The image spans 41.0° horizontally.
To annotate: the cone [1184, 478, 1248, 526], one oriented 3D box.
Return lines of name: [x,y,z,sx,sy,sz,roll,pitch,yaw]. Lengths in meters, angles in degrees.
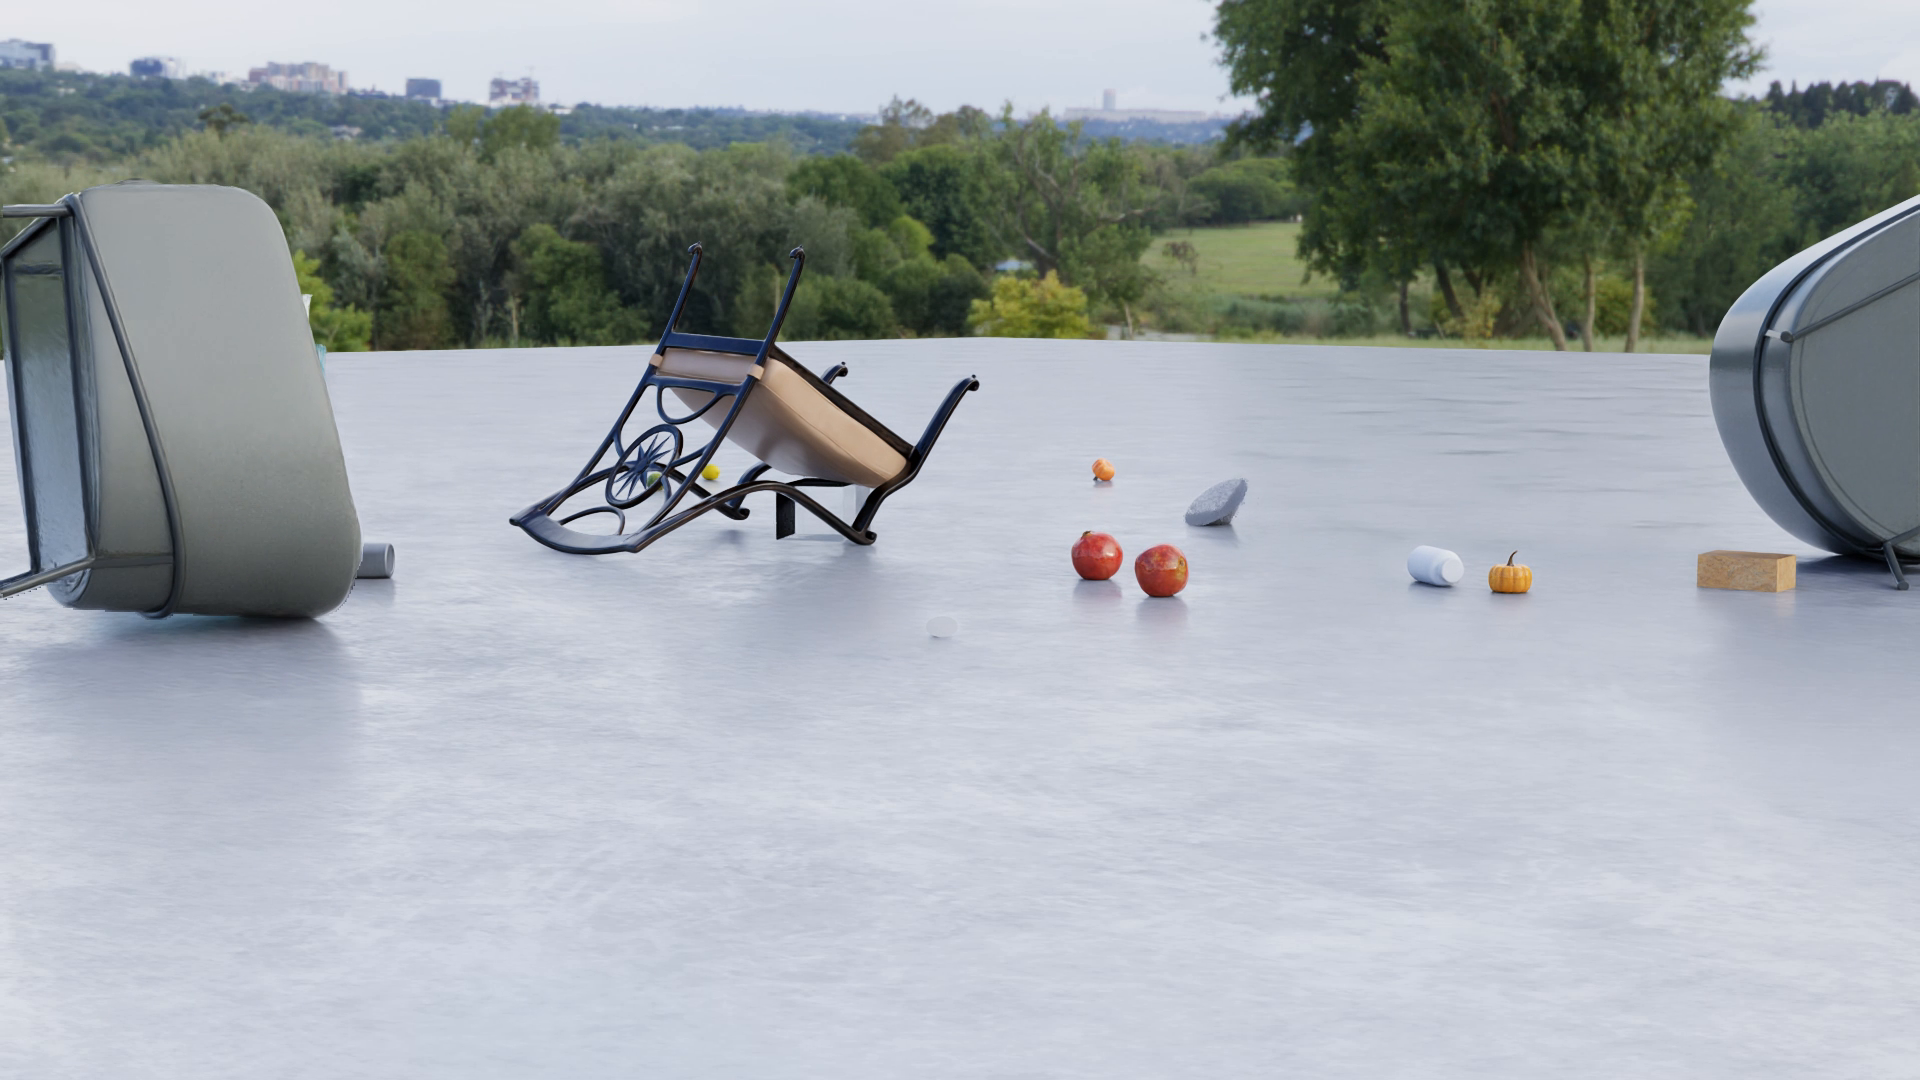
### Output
cone: [0.700,-0.072,6.824,0.190,0.074,0.194,-23,26,27]

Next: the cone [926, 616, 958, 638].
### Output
cone: [-0.038,0.165,4.717,0.061,0.039,0.049,-3,-15,-14]

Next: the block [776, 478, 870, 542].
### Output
block: [-0.345,-0.079,6.513,0.174,0.136,0.262,1,6,13]

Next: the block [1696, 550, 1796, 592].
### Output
block: [1.669,0.065,5.443,0.170,0.069,0.119,4,7,36]
